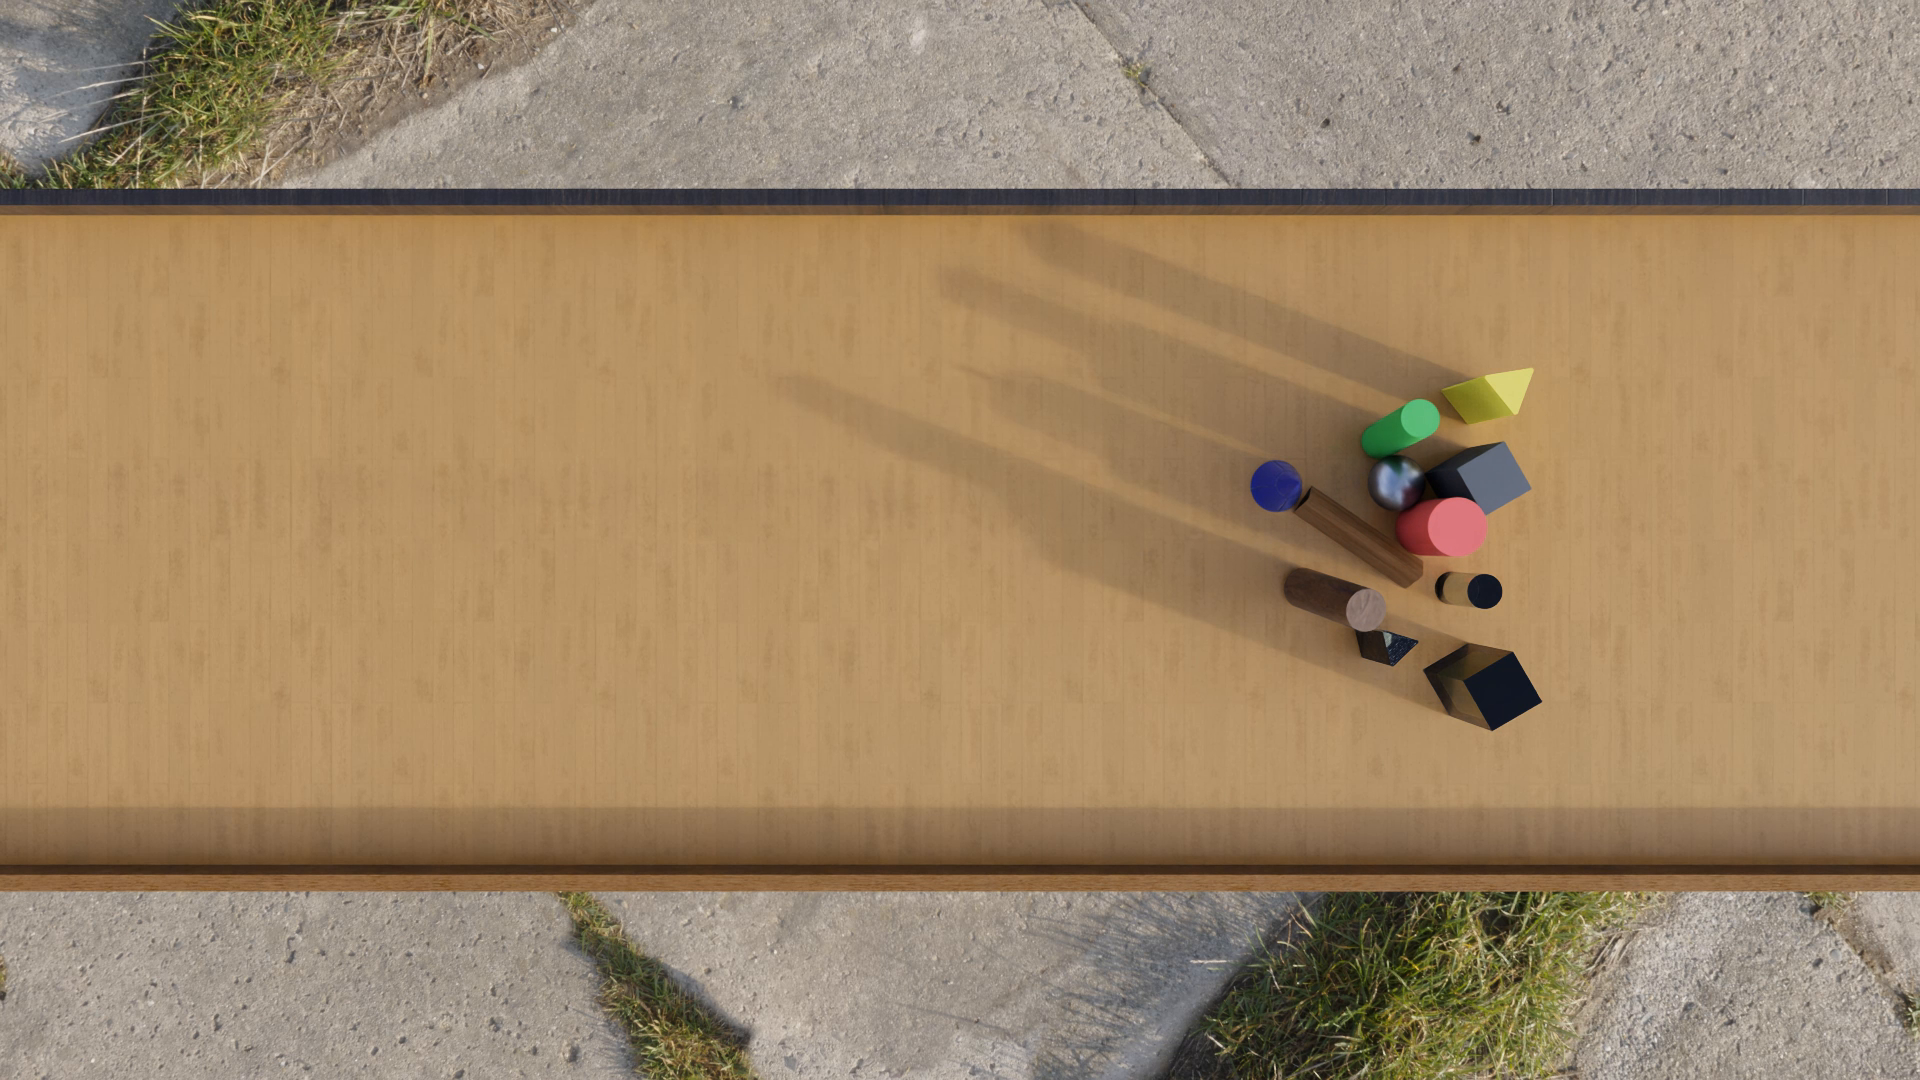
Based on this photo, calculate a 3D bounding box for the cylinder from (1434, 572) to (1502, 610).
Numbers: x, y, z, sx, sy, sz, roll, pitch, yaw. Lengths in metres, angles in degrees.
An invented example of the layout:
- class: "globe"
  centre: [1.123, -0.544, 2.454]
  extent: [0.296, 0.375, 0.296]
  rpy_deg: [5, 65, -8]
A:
- class: "cylinder"
  centre: [1.512, 0.148, 4.914]
  extent: [0.102, 0.325, 0.102]
  rpy_deg: [0, 90, 0]

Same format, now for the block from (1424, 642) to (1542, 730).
- class: "block"
  centre: [1.537, 0.429, 4.873]
  extent: [0.165, 0.406, 0.165]
  rpy_deg: [-30, 90, 0]

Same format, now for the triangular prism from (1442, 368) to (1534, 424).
- class: "triangular prism"
  centre: [1.572, -0.445, 4.866]
  extent: [0.120, 0.422, 0.138]
  rpy_deg: [-39, 90, 0]

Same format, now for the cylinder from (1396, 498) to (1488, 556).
- class: "cylinder"
  centre: [1.425, -0.037, 4.901]
  extent: [0.171, 0.352, 0.171]
  rpy_deg: [0, 90, 0]

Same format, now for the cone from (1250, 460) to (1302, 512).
- class: "cone"
  centre: [0.974, -0.166, 4.902]
  extent: [0.160, 0.348, 0.160]
  rpy_deg: [0, 90, 0]

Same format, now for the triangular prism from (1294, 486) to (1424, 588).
- class: "triangular prism"
  centre: [1.226, -0.008, 5.031]
  extent: [0.416, 0.087, 0.101]
  rpy_deg: [34, 90, 0]

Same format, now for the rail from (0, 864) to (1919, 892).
- class: "rail"
  centre: [-2.247, 1.025, 5.001]
  extent: [12.000, 0.150, 0.050]
  rpy_deg: [0, 90, 0]

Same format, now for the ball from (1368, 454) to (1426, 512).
- class: "ball"
  centre: [1.321, -0.172, 4.991]
  extent: [0.171, 0.171, 0.171]
  rpy_deg: [0, 90, 0]

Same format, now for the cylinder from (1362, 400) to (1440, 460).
- class: "cylinder"
  centre: [1.294, -0.323, 4.861]
  extent: [0.111, 0.422, 0.111]
  rpy_deg: [0, 85, -1]

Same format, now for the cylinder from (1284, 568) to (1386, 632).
- class: "cylinder"
  centre: [1.100, 0.172, 4.863]
  extent: [0.124, 0.410, 0.124]
  rpy_deg: [-2, 98, -14]

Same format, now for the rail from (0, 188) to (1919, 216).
- class: "rail"
  centre: [-2.247, -1.025, 5.002]
  extent: [12.000, 0.150, 0.050]
  rpy_deg: [0, 90, 0]

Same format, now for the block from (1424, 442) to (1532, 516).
- class: "block"
  centre: [1.536, -0.176, 4.908]
  extent: [0.159, 0.338, 0.159]
  rpy_deg: [-30, 90, 0]

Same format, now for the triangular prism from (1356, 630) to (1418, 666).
- class: "triangular prism"
  centre: [1.245, 0.294, 4.902]
  extent: [0.105, 0.349, 0.091]
  rpy_deg: [-43, 90, 0]
